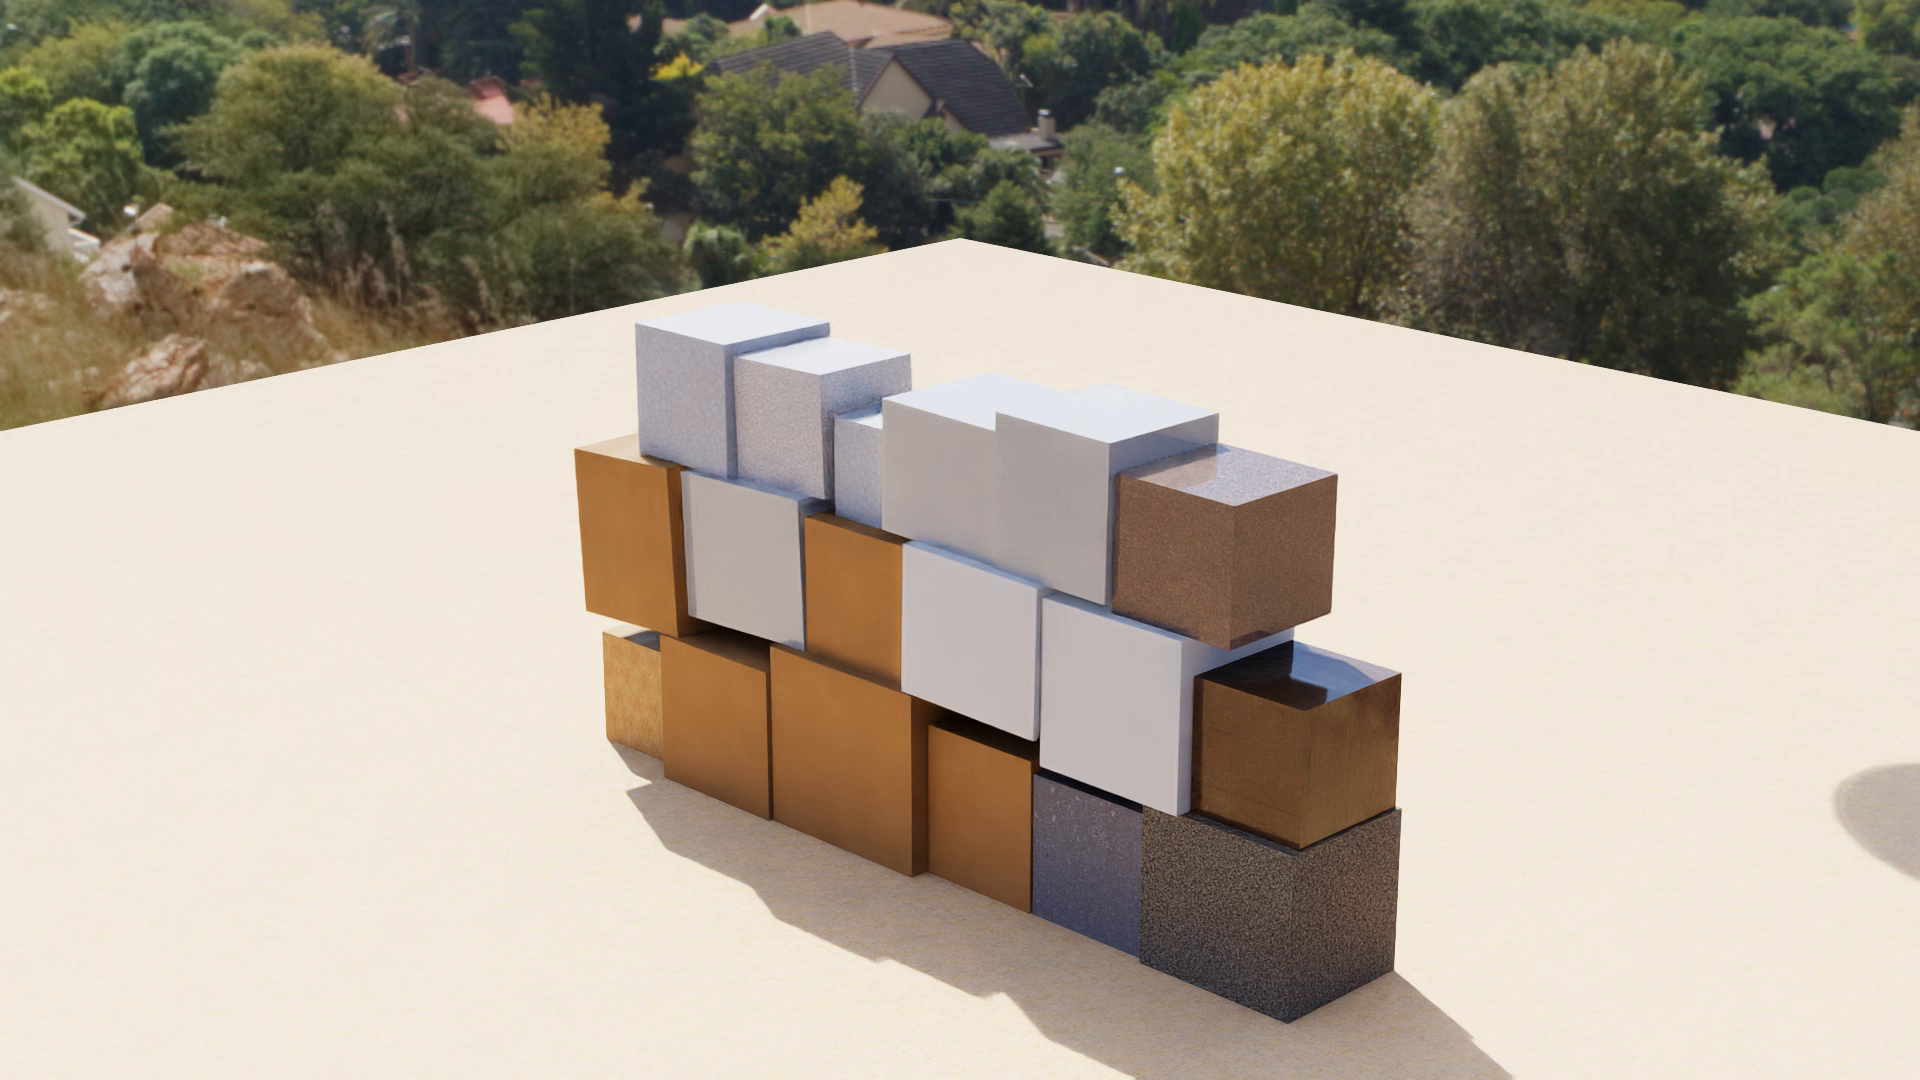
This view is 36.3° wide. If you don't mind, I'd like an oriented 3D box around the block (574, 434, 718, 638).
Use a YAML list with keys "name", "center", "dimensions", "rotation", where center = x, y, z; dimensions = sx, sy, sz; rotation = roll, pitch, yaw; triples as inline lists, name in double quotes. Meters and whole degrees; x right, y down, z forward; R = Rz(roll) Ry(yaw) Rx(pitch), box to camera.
- name: "block"
  center: [-1.344, -0.082, 14.728]
  dimensions: [0.863, 0.845, 0.724]
  rotation: [-17, 21, -42]

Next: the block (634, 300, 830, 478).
- name: "block"
  center: [-1.100, -0.744, 14.274]
  dimensions: [0.677, 0.649, 0.661]
  rotation: [-17, 24, -42]

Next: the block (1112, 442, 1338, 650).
- name: "block"
  center: [1.100, 0.015, 12.209]
  dimensions: [0.663, 0.613, 0.642]
  rotation: [-17, 25, -42]

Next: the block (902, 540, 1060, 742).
- name: "block"
  center: [0.317, 0.358, 13.110]
  dimensions: [0.809, 0.700, 0.820]
  rotation: [-17, 25, -42]

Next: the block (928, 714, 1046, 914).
- name: "block"
  center: [0.314, 1.180, 13.375]
  dimensions: [0.653, 0.728, 0.644]
  rotation: [-17, 24, -42]

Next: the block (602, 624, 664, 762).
- name: "block"
  center: [-1.382, 0.740, 15.015]
  dimensions: [0.625, 0.584, 0.621]
  rotation: [-17, 24, -42]

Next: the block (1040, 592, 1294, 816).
- name: "block"
  center: [0.887, 0.619, 12.593]
  dimensions: [0.741, 0.773, 0.785]
  rotation: [-17, 24, -42]

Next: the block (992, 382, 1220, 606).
- name: "block"
  center: [0.625, -0.210, 12.602]
  dimensions: [0.699, 0.706, 0.655]
  rotation: [-17, 25, -42]

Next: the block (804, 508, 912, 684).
- name: "block"
  center: [-0.232, 0.207, 13.631]
  dimensions: [0.684, 0.660, 0.687]
  rotation: [-17, 24, -42]

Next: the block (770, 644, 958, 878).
- name: "block"
  center: [-0.245, 0.930, 13.908]
  dimensions: [0.882, 0.886, 0.952]
  rotation: [-17, 24, -42]

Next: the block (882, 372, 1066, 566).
- name: "block"
  center: [0.149, -0.328, 13.087]
  dimensions: [0.691, 0.611, 0.712]
  rotation: [-17, 25, -42]

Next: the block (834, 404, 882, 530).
- name: "block"
  center: [-0.272, -0.347, 13.507]
  dimensions: [0.465, 0.472, 0.393]
  rotation: [-17, 24, -42]

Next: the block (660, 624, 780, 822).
- name: "block"
  center: [-0.888, 0.813, 14.499]
  dimensions: [0.863, 0.755, 0.784]
  rotation: [-17, 24, -42]

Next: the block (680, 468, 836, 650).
- name: "block"
  center: [-0.782, 0.016, 14.161]
  dimensions: [0.723, 0.726, 0.839]
  rotation: [-17, 22, -42]

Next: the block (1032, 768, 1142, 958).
- name: "block"
  center: [0.793, 1.343, 12.951]
  dimensions: [0.673, 0.671, 0.655]
  rotation: [-17, 24, -42]

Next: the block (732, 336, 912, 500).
- name: "block"
  center: [-0.642, -0.586, 13.853]
  dimensions: [0.604, 0.590, 0.580]
  rotation: [14, 22, 43]

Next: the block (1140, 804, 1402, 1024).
- name: "block"
  center: [1.311, 1.468, 12.430]
  dimensions: [0.719, 0.745, 0.813]
  rotation: [-17, 24, -42]

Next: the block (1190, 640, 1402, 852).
- name: "block"
  center: [1.394, 0.842, 12.172]
  dimensions: [0.640, 0.605, 0.579]
  rotation: [-17, 24, -42]
